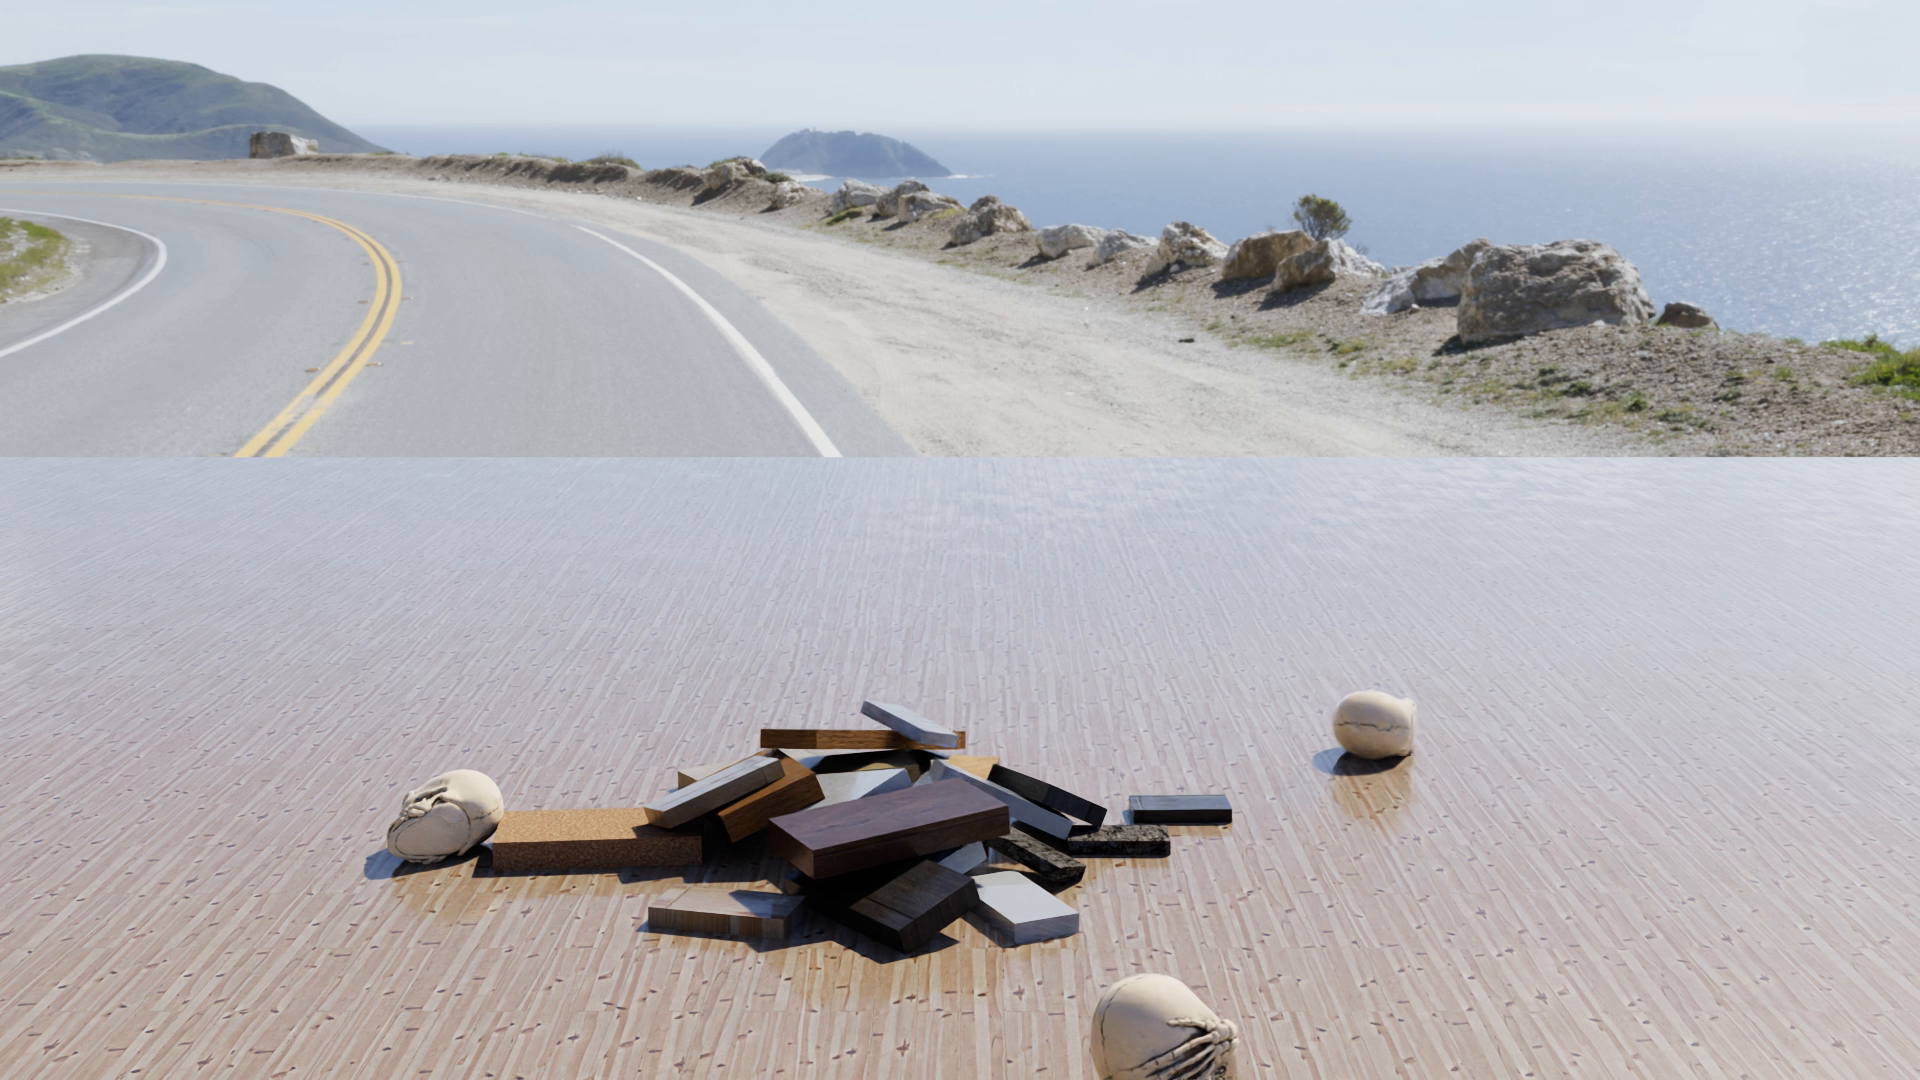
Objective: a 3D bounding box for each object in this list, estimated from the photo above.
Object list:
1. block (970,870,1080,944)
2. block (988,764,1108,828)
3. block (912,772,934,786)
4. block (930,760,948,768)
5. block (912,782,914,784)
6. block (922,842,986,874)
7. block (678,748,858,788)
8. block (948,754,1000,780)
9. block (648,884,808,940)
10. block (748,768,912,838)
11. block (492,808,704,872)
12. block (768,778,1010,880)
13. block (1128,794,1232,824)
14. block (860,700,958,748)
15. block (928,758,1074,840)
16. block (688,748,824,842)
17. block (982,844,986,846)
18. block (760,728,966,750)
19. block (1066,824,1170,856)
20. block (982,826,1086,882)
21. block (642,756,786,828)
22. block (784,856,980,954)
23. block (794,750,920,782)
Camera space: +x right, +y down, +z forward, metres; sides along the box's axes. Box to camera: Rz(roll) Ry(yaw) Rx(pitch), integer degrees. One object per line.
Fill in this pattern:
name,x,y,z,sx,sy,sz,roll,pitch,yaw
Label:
block,0.089,0.593,3.567,0.114,0.032,0.229,-5,12,-25
block,0.157,0.465,4.016,0.126,0.036,0.251,26,-7,-22
block,-0.043,0.490,3.972,0.104,0.029,0.208,-42,25,-15
block,-0.003,0.476,4.209,0.095,0.027,0.315,-1,11,-3
block,-0.220,0.471,4.218,0.237,0.034,0.118,-8,13,-36
block,-0.111,0.524,3.763,0.158,0.045,0.316,-29,24,-27
block,-0.366,0.453,4.316,0.360,0.034,0.118,-7,13,-35
block,0.017,0.451,4.197,0.094,0.027,0.189,1,11,7
block,-0.373,0.597,3.541,0.229,0.032,0.114,3,11,15
block,-0.238,0.465,3.883,0.158,0.045,0.316,-29,11,-38
block,-0.634,0.525,3.881,0.356,0.050,0.178,-1,11,-6
block,-0.117,0.474,3.639,0.356,0.050,0.178,-9,14,-27
block,0.409,0.499,4.086,0.181,0.026,0.090,0,11,-2
block,-0.099,0.359,4.286,0.094,0.027,0.189,13,6,-42
block,0.071,0.461,3.924,0.251,0.036,0.126,25,-2,-9
block,-0.372,0.455,3.967,0.178,0.050,0.356,-24,9,-14
block,0.018,0.513,3.959,0.055,0.016,0.111,-2,26,-5
block,-0.179,0.388,4.277,0.126,0.036,0.540,-2,-5,30
block,0.280,0.533,3.907,0.181,0.026,0.090,0,11,0
block,0.064,0.507,3.783,0.318,0.026,0.090,24,8,33
block,-0.433,0.443,3.874,0.229,0.032,0.114,-23,8,-25
block,-0.129,0.564,3.550,0.158,0.045,0.316,-30,26,-31
block,-0.208,0.440,4.199,0.237,0.034,0.118,-3,11,-17
